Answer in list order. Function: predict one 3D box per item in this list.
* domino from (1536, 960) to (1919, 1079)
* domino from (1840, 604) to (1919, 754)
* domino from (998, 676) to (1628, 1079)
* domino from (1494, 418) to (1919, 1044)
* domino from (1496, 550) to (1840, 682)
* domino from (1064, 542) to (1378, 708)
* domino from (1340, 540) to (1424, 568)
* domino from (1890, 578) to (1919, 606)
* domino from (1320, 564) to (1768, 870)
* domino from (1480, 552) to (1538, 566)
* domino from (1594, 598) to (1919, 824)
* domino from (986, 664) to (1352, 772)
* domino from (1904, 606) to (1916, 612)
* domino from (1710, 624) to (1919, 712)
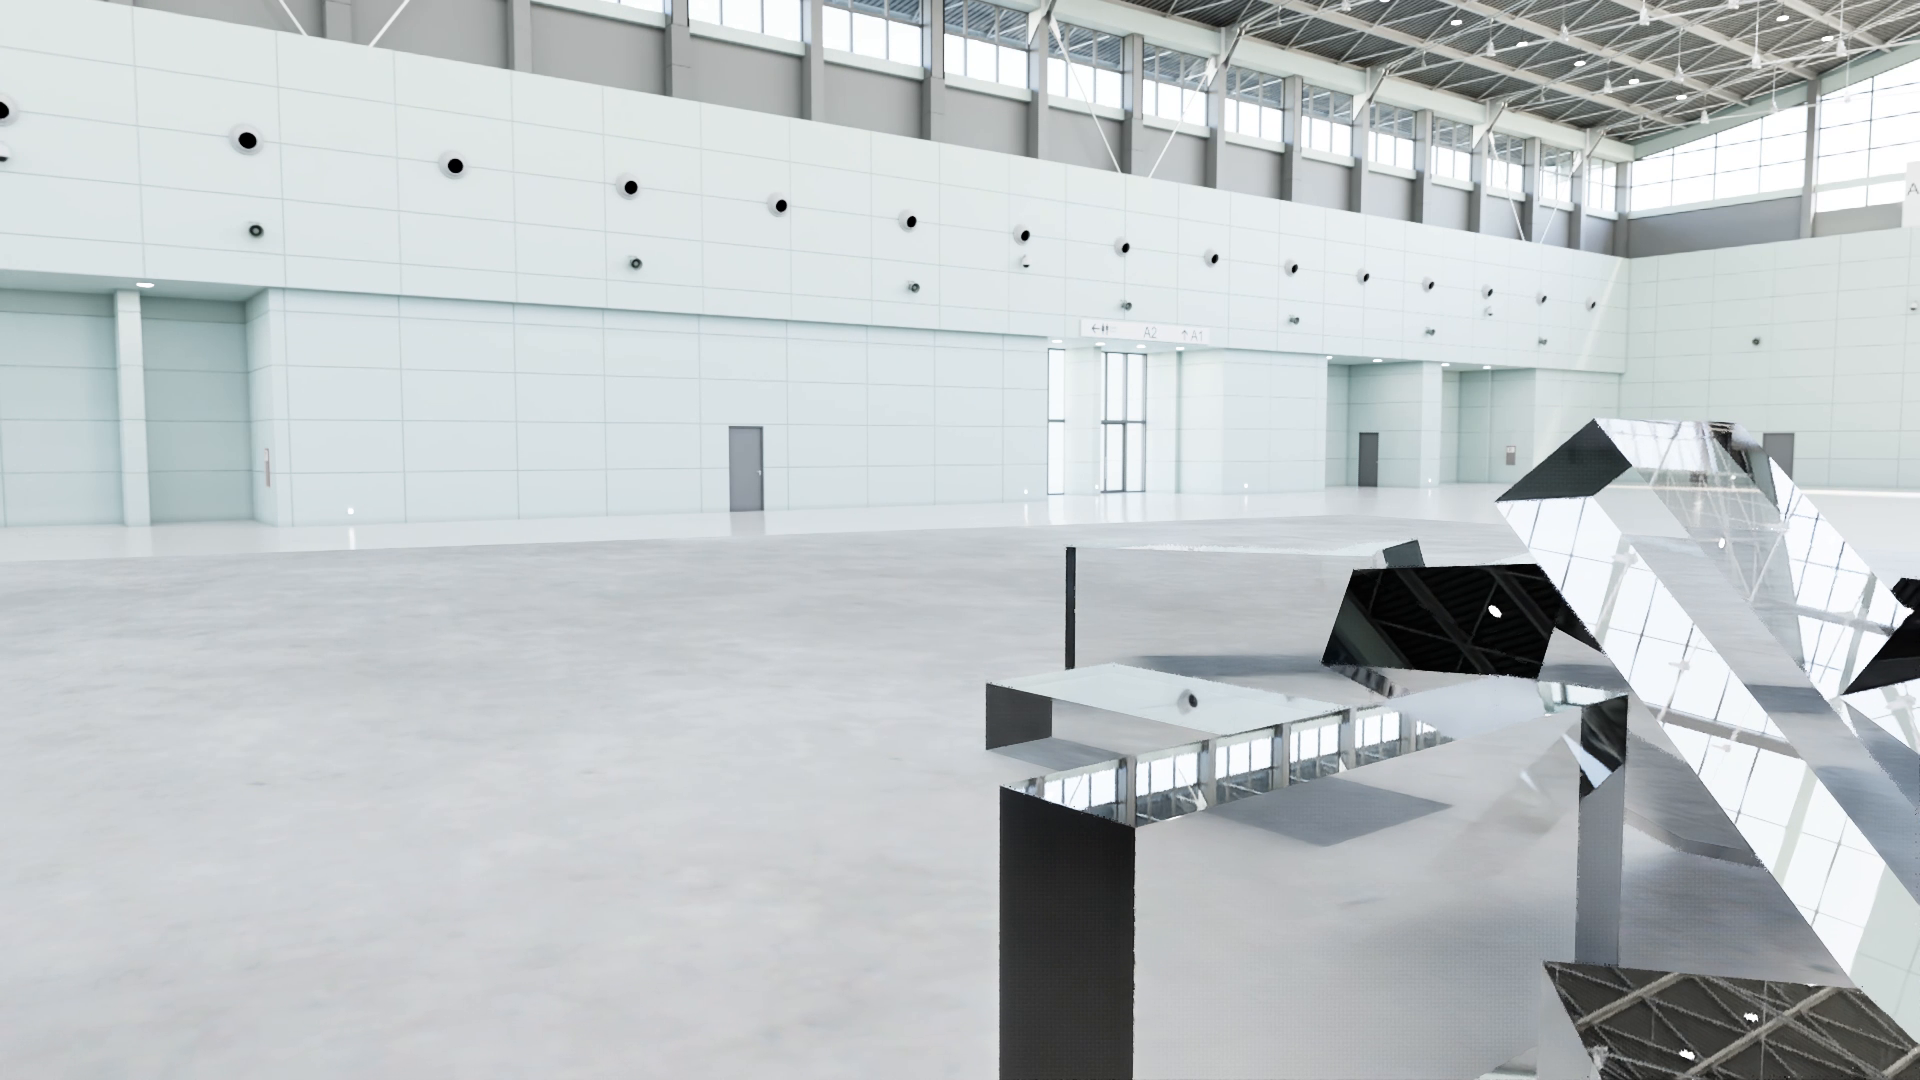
[{"bbox_3d":[0.018,0.029,0.019,0.010,0.025,0.050,1,4,14],"label":"domino"},{"bbox_3d":[0.079,0.020,0.068,0.025,0.010,0.050,-3,37,-32],"label":"domino"},{"bbox_3d":[0.024,0.024,0.079,0.050,0.025,0.010,-3,5,-39],"label":"domino"},{"bbox_3d":[0.062,0.014,0.090,0.025,0.050,0.010,-3,-35,-38],"label":"domino"},{"bbox_3d":[0.126,0.014,0.233,0.050,0.009,0.025,-16,-1,18],"label":"domino"},{"bbox_3d":[0.043,0.014,0.215,0.050,0.025,0.009,2,5,22],"label":"domino"},{"bbox_3d":[0.062,0.011,0.252,0.050,0.009,0.025,-15,0,-8],"label":"domino"},{"bbox_3d":[0.146,0.019,0.168,0.025,0.010,0.050,37,7,2],"label":"domino"},{"bbox_3d":[0.061,0.017,0.115,0.050,0.010,0.025,27,-12,-19],"label":"domino"},{"bbox_3d":[0.095,0.012,0.245,0.050,0.009,0.025,-15,0,7],"label":"domino"},{"bbox_3d":[0.090,0.019,0.130,0.050,0.009,0.025,23,-10,-34],"label":"domino"},{"bbox_3d":[0.029,0.025,0.167,0.025,0.009,0.050,-3,6,-39],"label":"domino"},{"bbox_3d":[0.114,0.018,0.151,0.050,0.009,0.025,22,-11,-40],"label":"domino"},{"bbox_3d":[0.157,0.022,0.216,0.050,0.010,0.025,2,5,19],"label":"domino"}]
